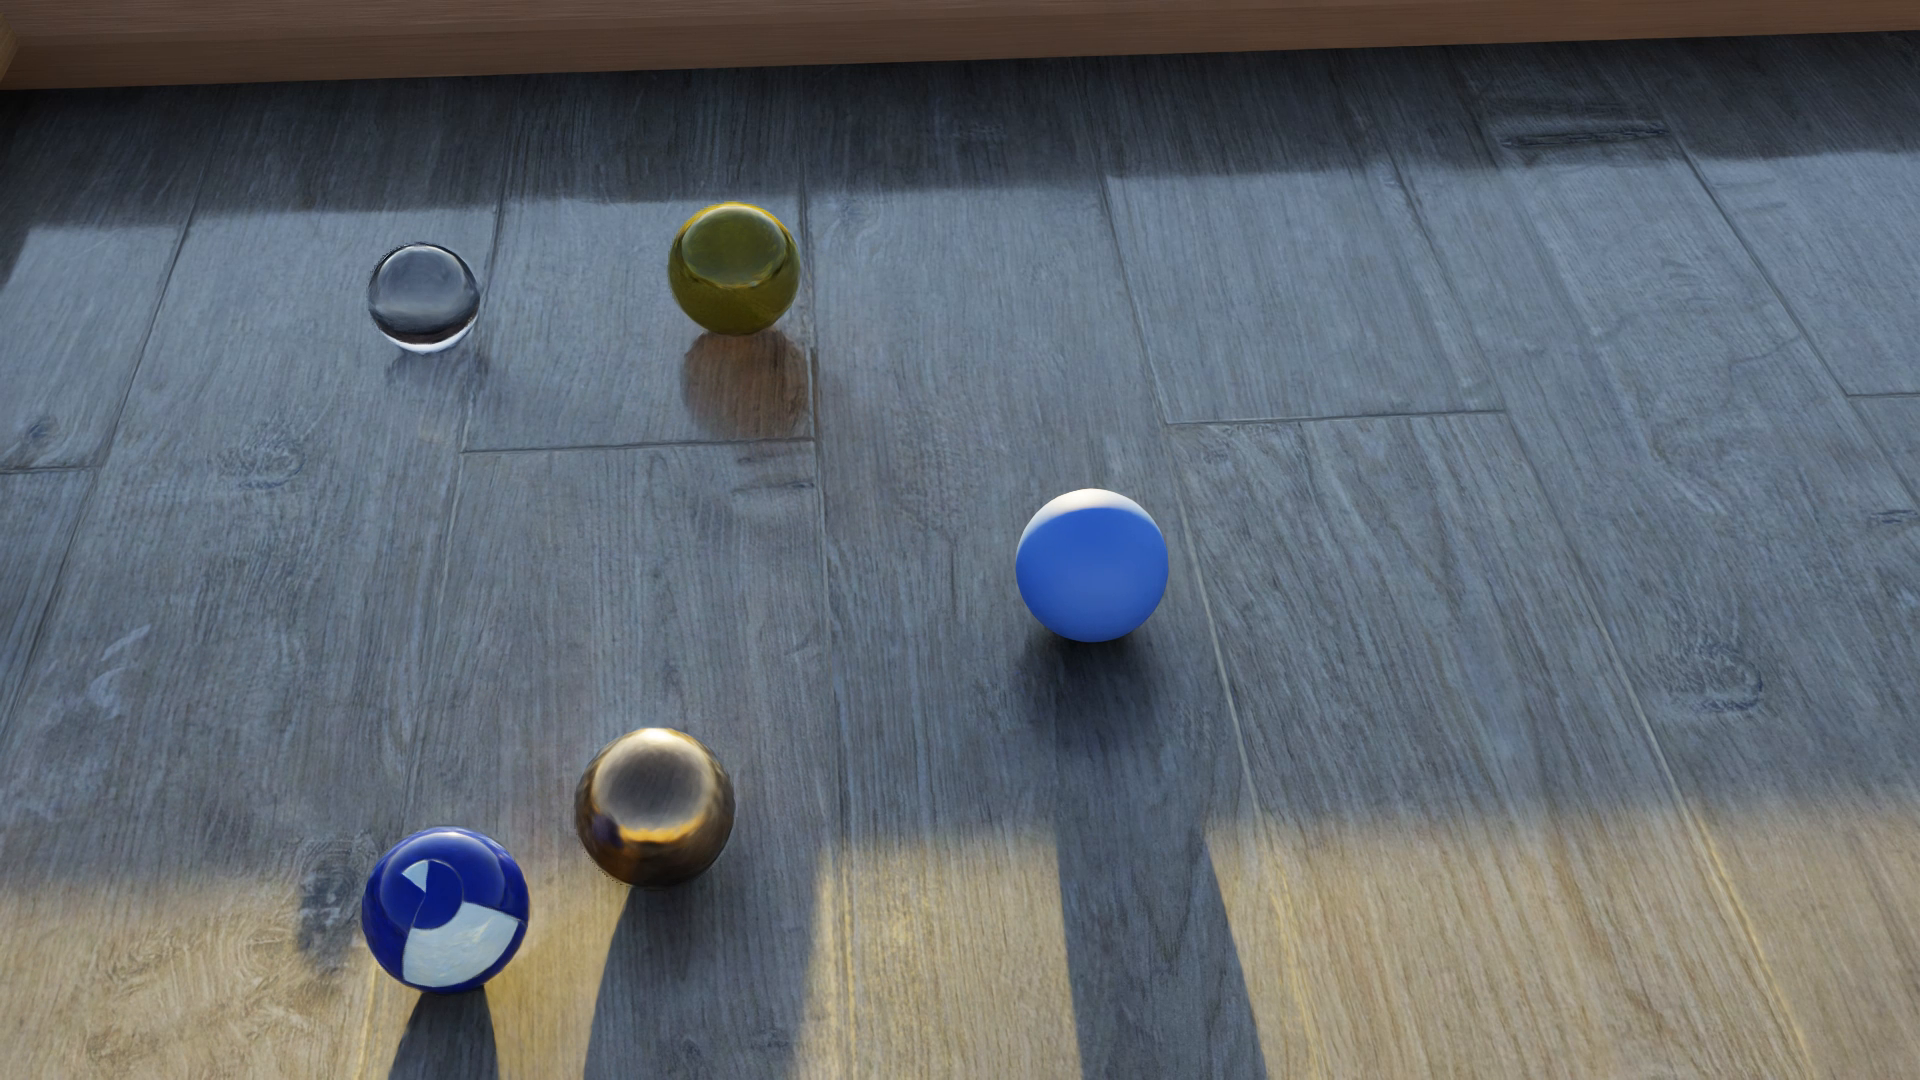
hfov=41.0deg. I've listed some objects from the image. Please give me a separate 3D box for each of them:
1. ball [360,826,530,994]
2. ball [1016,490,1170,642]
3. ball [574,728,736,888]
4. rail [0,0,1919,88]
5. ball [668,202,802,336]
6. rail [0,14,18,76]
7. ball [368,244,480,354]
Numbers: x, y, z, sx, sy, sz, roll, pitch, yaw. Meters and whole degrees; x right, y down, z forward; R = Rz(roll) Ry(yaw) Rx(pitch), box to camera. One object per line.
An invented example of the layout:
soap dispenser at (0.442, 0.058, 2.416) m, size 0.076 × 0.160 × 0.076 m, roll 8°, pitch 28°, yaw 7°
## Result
ball at (-0.275, 0.198, 1.374) m, size 0.089 × 0.089 × 0.089 m, roll 0°, pitch 36°, yaw 0°
ball at (0.083, 0.016, 1.619) m, size 0.097 × 0.097 × 0.097 m, roll 0°, pitch 36°, yaw 0°
ball at (-0.171, 0.150, 1.439) m, size 0.090 × 0.090 × 0.090 m, roll 0°, pitch 36°, yaw 0°
rail at (0.744, -0.509, 2.320) m, size 3.214 × 0.129 × 0.045 m, roll -2°, pitch 36°, yaw -3°
ball at (-0.168, -0.203, 1.922) m, size 0.099 × 0.099 × 0.099 m, roll 0°, pitch 36°, yaw 0°
rail at (-0.778, 0.016, 1.591) m, size 0.045 × 0.129 × 1.617 m, roll -2°, pitch 36°, yaw -3°
ball at (-0.398, -0.179, 1.904) m, size 0.082 × 0.082 × 0.082 m, roll 0°, pitch 36°, yaw 0°
